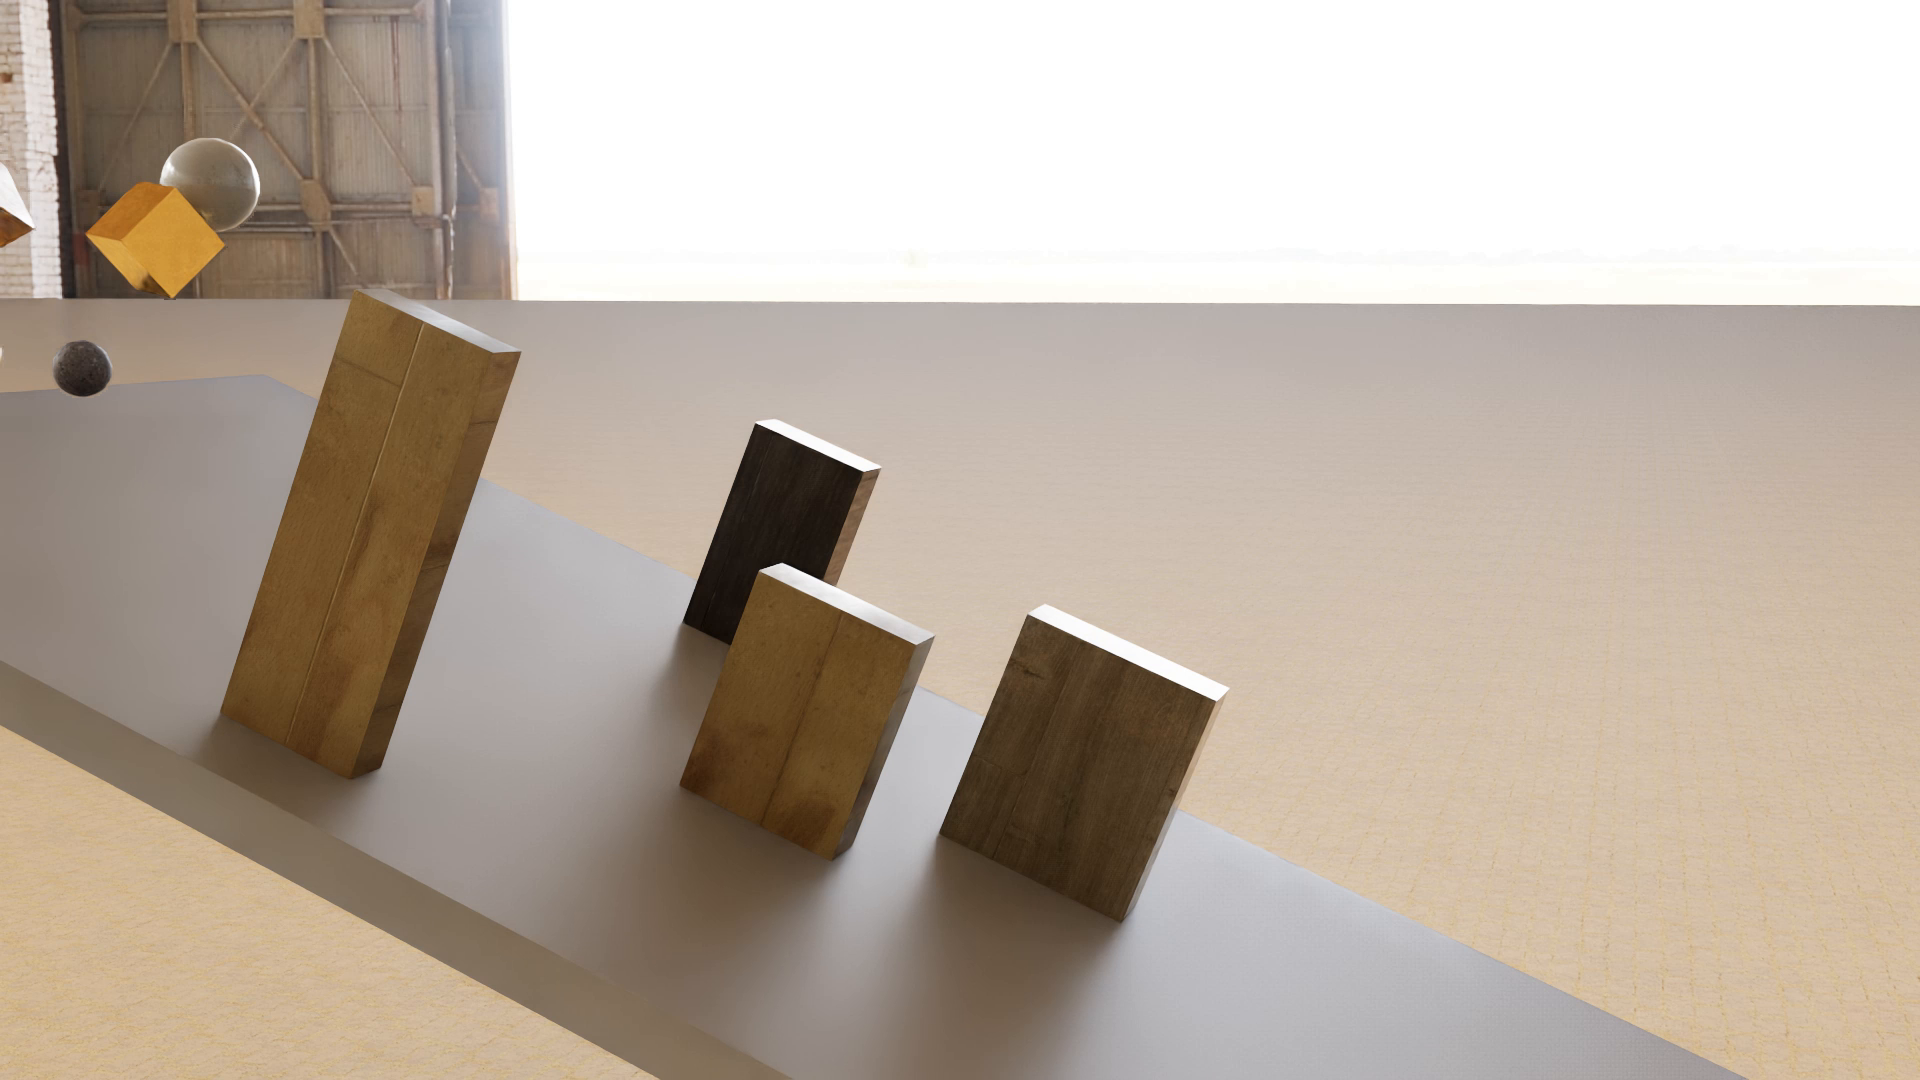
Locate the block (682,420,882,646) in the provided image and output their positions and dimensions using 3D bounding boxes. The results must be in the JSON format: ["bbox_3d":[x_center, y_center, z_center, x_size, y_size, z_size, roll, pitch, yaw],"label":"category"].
[{"bbox_3d":[-0.399,0.011,4.914,0.272,0.489,0.118,25,13,13],"label":"block"}]

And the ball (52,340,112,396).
[{"bbox_3d":[-1.915,-0.374,4.796,0.123,0.123,0.123,0,7,0],"label":"ball"}]

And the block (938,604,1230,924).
[{"bbox_3d":[0.237,0.429,4.254,0.395,0.477,0.130,25,13,13],"label":"block"}]

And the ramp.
[{"bbox_3d":[-0.308,0.546,4.195,4.000,0.100,2.000,25,13,13],"label":"ramp"}]

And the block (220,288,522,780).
[{"bbox_3d":[-0.949,-0.008,3.524,0.258,0.741,0.092,25,13,13],"label":"block"}]

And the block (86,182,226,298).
[{"bbox_3d":[-1.622,-0.606,4.434,0.156,0.156,0.156,15,59,43],"label":"block"}]

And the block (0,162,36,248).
[{"bbox_3d":[-2.097,-0.711,4.640,0.165,0.165,0.165,-29,-13,0],"label":"block"}]

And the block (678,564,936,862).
[{"bbox_3d":[-0.279,0.310,3.998,0.320,0.434,0.112,25,13,13],"label":"block"}]

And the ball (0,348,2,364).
[{"bbox_3d":[-2.081,-0.389,4.613,0.131,0.131,0.131,0,7,0],"label":"ball"}]

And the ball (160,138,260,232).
[{"bbox_3d":[-1.548,-0.733,4.540,0.193,0.193,0.193,0,7,0],"label":"ball"}]
